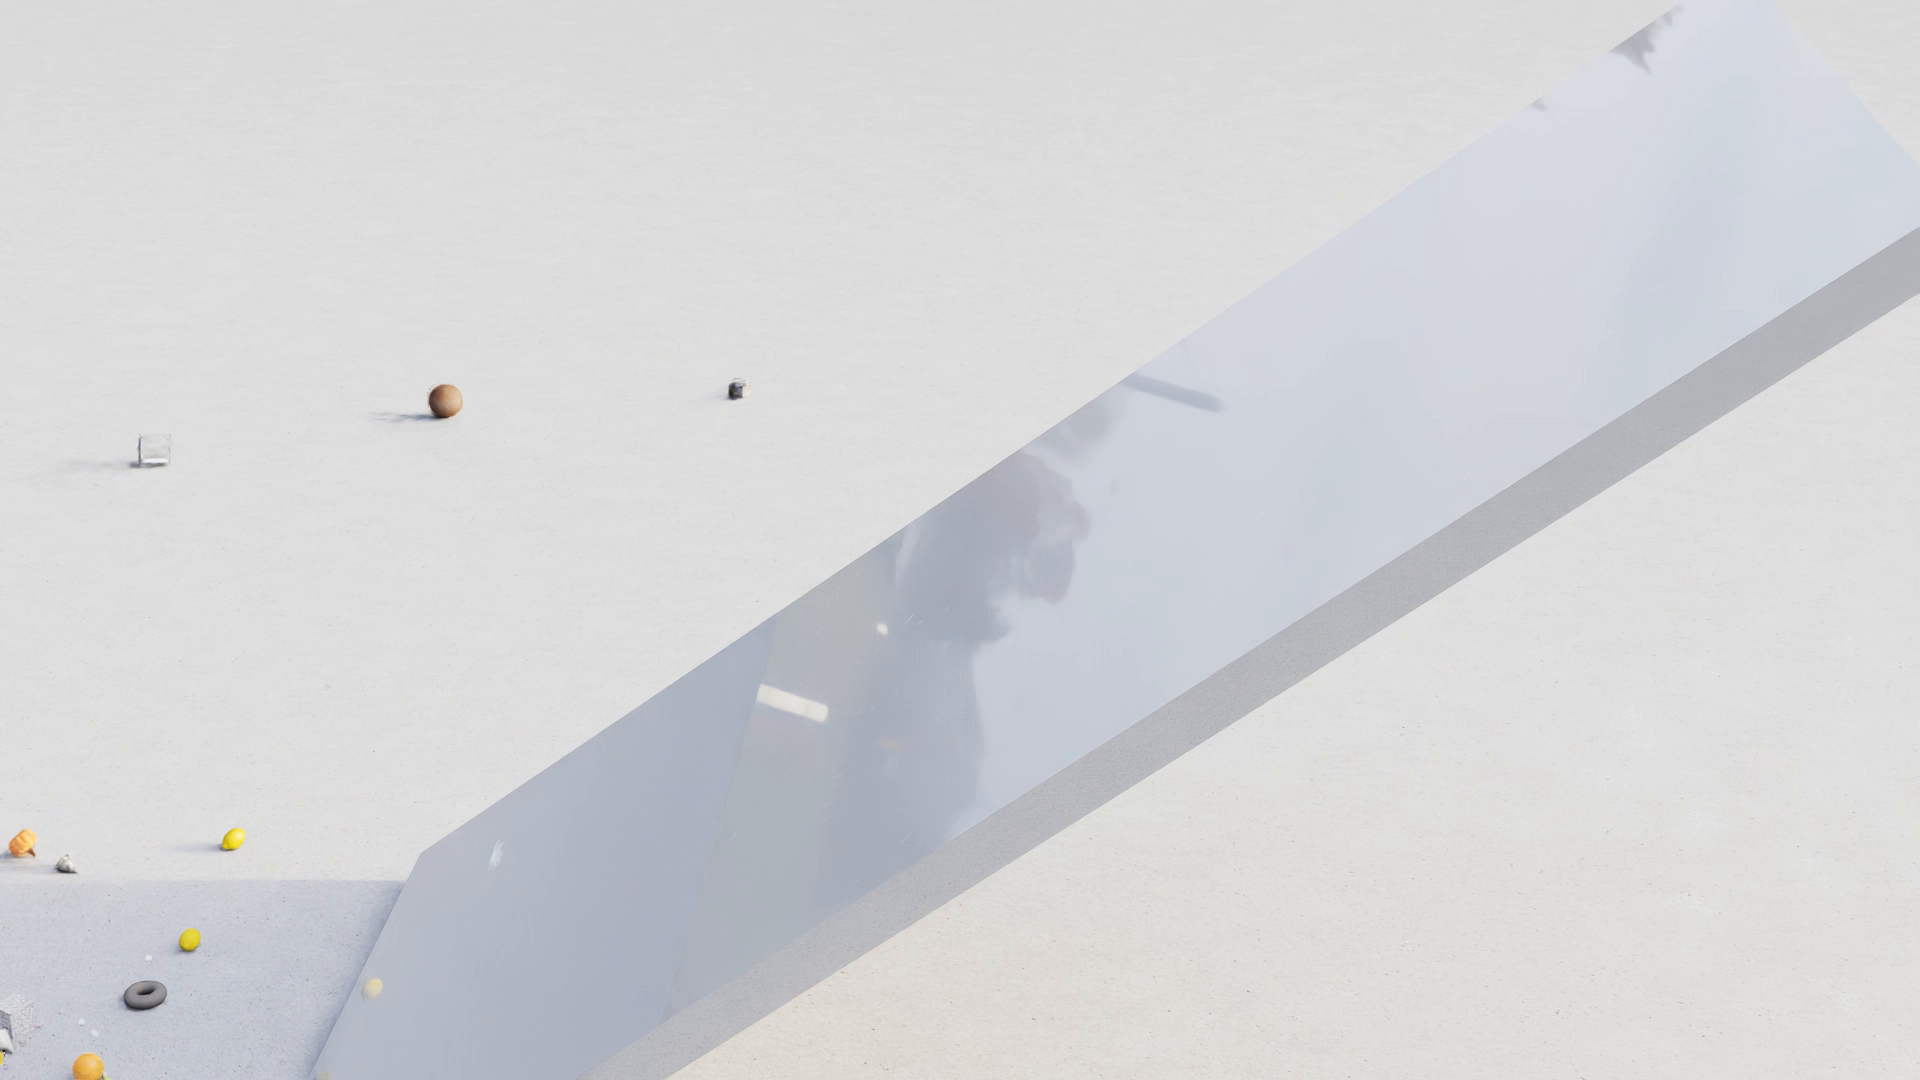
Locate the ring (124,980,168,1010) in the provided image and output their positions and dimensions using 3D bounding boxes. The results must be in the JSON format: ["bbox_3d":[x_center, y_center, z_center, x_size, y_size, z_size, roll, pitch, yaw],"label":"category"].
[{"bbox_3d":[-2.006,1.120,7.242,0.104,0.035,0.104,0,23,0],"label":"ring"}]

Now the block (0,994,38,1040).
[{"bbox_3d":[-2.288,1.152,7.116,0.070,0.070,0.070,15,27,33],"label":"block"}]

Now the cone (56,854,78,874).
[{"bbox_3d":[-2.374,0.875,7.852,0.055,0.055,0.055,36,33,13],"label":"cone"}]

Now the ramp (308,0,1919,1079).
[{"bbox_3d":[0.131,0.178,6.318,4.000,0.100,2.000,-34,16,16],"label":"ramp"}]

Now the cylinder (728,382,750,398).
[{"bbox_3d":[-0.851,-0.580,11.350,0.061,0.061,0.061,5,22,32],"label":"cylinder"}]

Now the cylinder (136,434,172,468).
[{"bbox_3d":[-2.921,-0.324,10.666,0.100,0.100,0.100,-17,25,-6],"label":"cylinder"}]

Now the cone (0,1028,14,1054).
[{"bbox_3d":[-2.281,1.210,7.031,0.059,0.059,0.059,37,34,14],"label":"cone"}]
